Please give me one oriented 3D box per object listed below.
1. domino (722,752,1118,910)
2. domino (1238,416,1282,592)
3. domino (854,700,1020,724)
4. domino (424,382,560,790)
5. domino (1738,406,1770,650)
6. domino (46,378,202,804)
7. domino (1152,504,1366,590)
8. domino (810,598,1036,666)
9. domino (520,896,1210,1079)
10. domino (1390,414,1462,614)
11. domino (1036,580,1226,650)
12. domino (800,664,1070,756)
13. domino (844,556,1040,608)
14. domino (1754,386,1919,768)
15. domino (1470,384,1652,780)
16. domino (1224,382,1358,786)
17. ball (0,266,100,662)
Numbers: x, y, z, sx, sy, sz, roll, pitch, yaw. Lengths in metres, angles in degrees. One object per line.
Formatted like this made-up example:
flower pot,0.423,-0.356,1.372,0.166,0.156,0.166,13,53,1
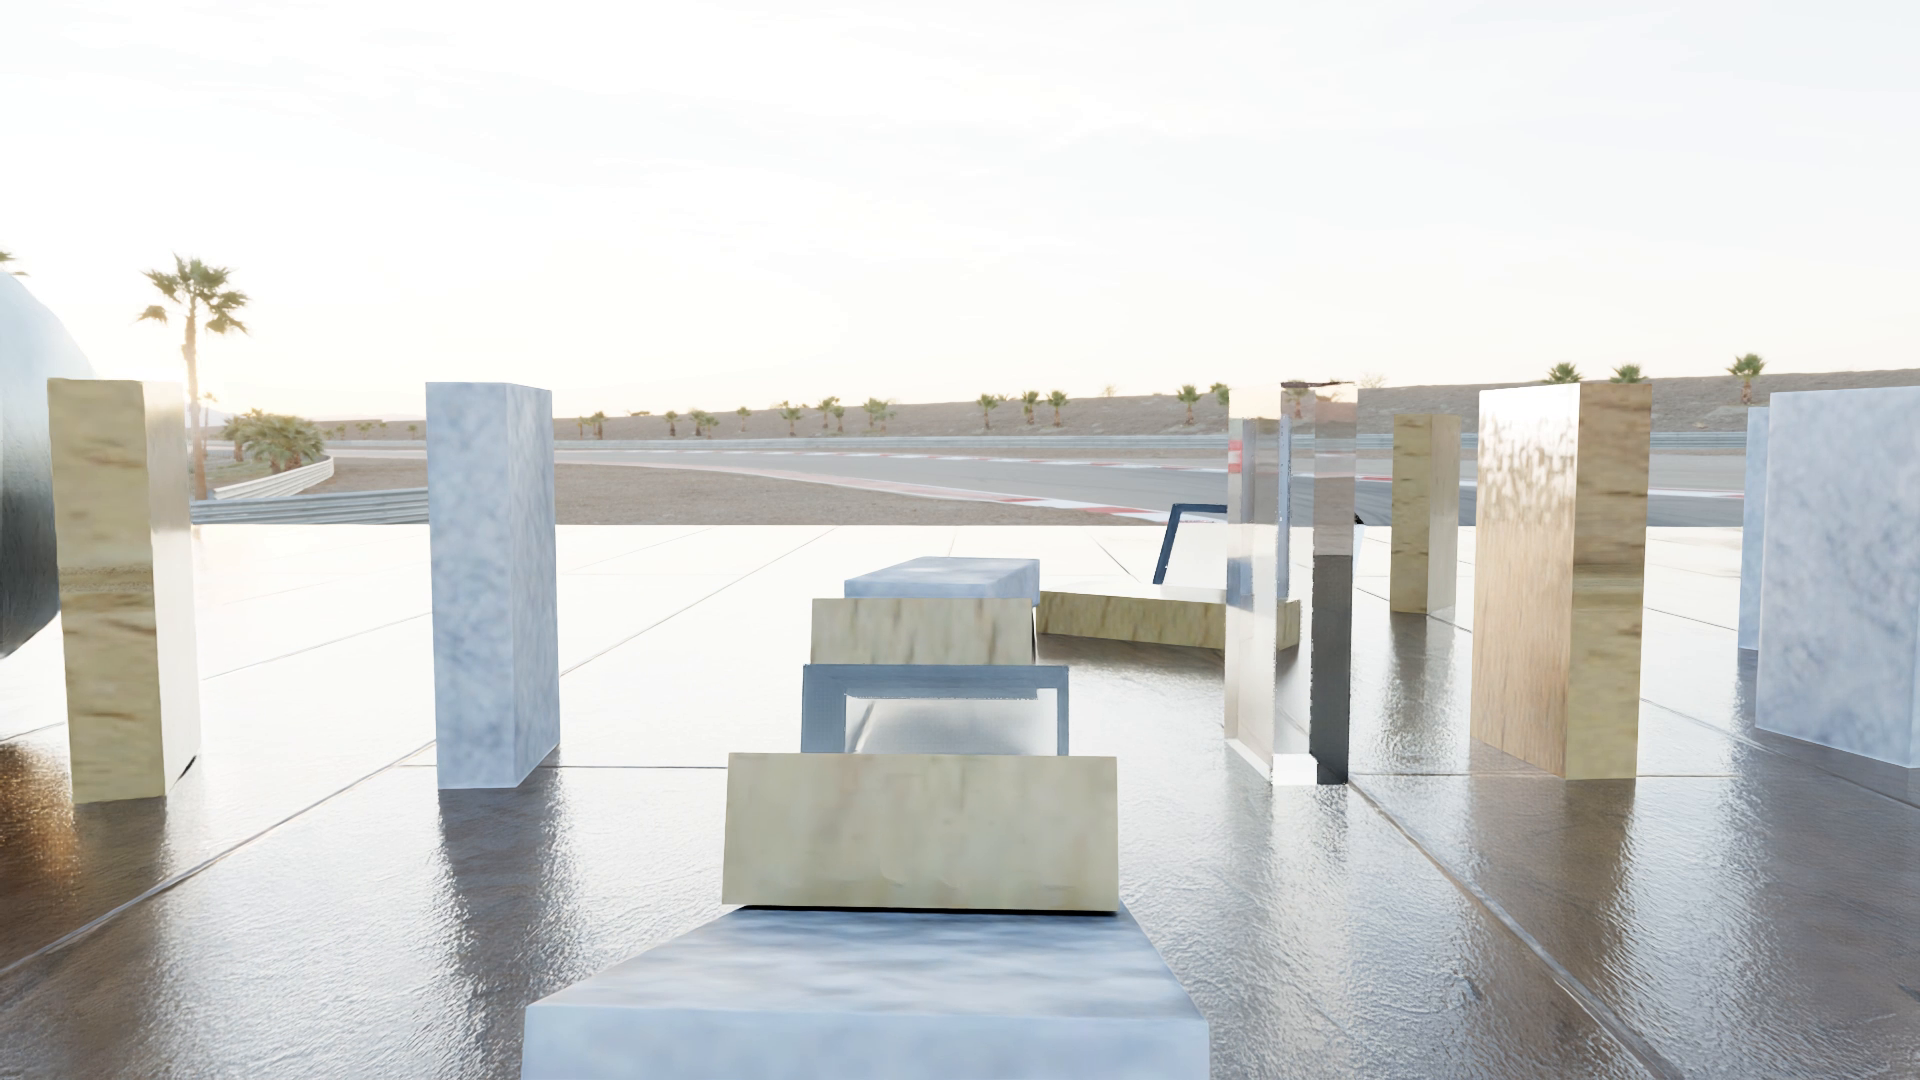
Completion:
domino,-0.001,0.023,0.106,0.025,0.010,0.050,0,-11,3
domino,0.083,-0.009,0.353,0.010,0.050,0.025,1,4,16
domino,-0.002,0.021,0.221,0.025,0.009,0.050,0,4,4
domino,-0.061,0.005,0.169,0.009,0.050,0.025,0,4,-5
domino,0.176,-0.003,0.268,0.025,0.050,0.009,-2,5,-26
domino,-0.105,0.005,0.162,0.010,0.050,0.025,-2,7,-22
domino,0.076,0.005,0.329,0.050,0.025,0.009,4,-22,39
domino,-0.003,0.016,0.169,0.025,0.009,0.050,0,-10,4
domino,-0.002,0.026,0.070,0.025,0.009,0.050,0,-10,3
domino,0.121,-0.007,0.333,0.010,0.050,0.025,3,5,37
domino,0.045,0.016,0.287,0.050,0.009,0.025,3,5,33
domino,-0.001,0.021,0.144,0.025,0.010,0.050,0,-10,2
domino,-0.002,0.010,0.243,0.025,0.010,0.050,1,4,14
domino,0.127,0.004,0.180,0.010,0.050,0.025,-1,4,-12
domino,0.080,0.005,0.174,0.009,0.050,0.025,0,4,-5
domino,0.043,0.005,0.171,0.010,0.050,0.025,0,4,-2
ball,-0.178,-0.012,0.198,0.080,0.080,0.080,0,4,0
